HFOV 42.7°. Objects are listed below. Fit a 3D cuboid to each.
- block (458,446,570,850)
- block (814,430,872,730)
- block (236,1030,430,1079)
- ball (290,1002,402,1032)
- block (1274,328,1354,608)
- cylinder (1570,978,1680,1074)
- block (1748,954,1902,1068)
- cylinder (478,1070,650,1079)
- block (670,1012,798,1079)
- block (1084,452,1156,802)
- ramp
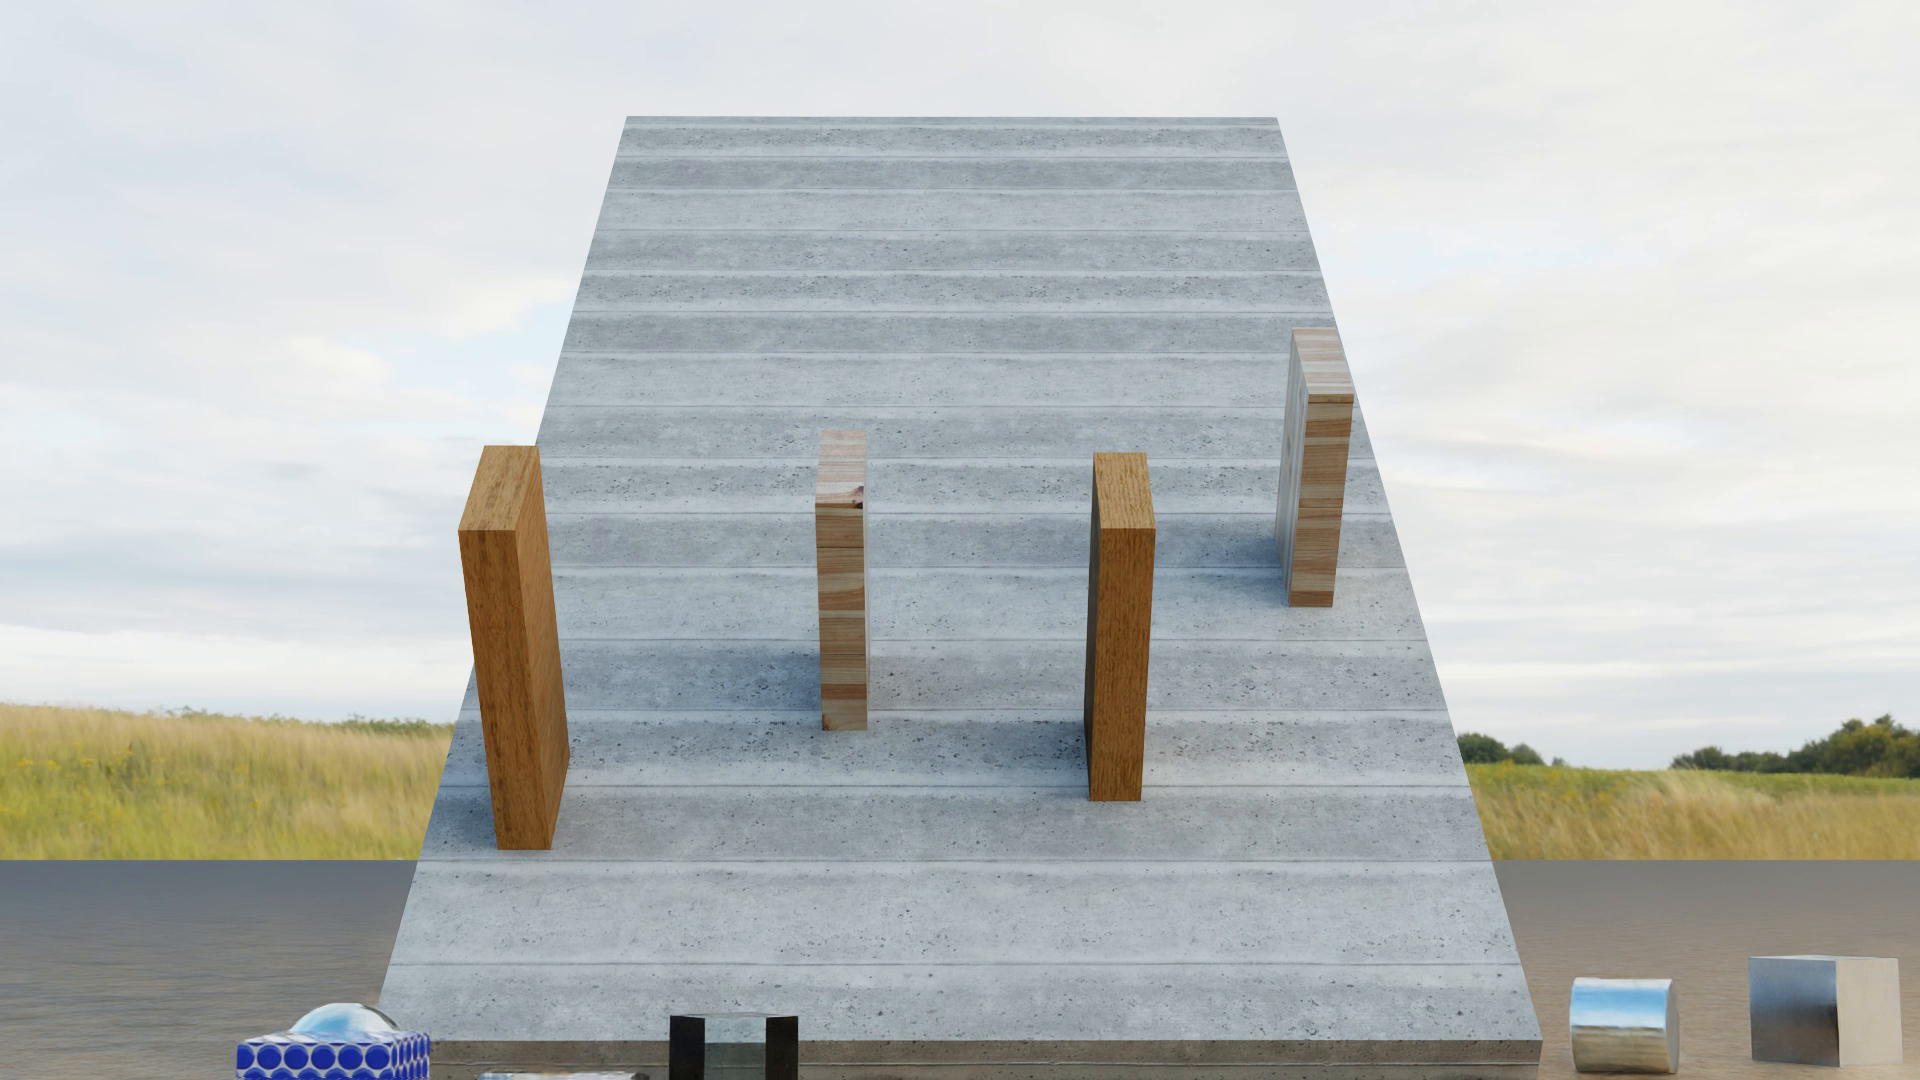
[{"bbox_3d":[-0.815,0.204,4.525,0.098,0.709,0.288,0,33,0],"label":"block"},{"bbox_3d":[-0.230,0.082,4.883,0.090,0.534,0.274,0,33,0],"label":"block"},{"bbox_3d":[-0.735,0.674,2.883,0.178,0.178,0.178,0,-7,2],"label":"block"},{"bbox_3d":[-0.769,0.663,3.061,0.169,0.169,0.169,0,-7,0],"label":"ball"},{"bbox_3d":[0.756,-0.154,5.266,0.093,0.527,0.292,0,33,0],"label":"block"},{"bbox_3d":[1.202,0.878,4.433,0.167,0.167,0.167,-3,-8,23],"label":"cylinder"},{"bbox_3d":[1.651,0.896,4.683,0.194,0.194,0.194,5,-9,-35],"label":"block"},{"bbox_3d":[-0.416,0.640,2.568,0.165,0.165,0.165,-2,-7,12],"label":"cylinder"},{"bbox_3d":[-0.351,0.809,3.800,0.143,0.143,0.143,6,-10,-40],"label":"block"},{"bbox_3d":[0.300,0.169,4.669,0.098,0.621,0.267,0,33,0],"label":"block"},{"bbox_3d":[-0.015,-0.183,5.888,2.000,0.100,4.000,0,33,0],"label":"ramp"}]
